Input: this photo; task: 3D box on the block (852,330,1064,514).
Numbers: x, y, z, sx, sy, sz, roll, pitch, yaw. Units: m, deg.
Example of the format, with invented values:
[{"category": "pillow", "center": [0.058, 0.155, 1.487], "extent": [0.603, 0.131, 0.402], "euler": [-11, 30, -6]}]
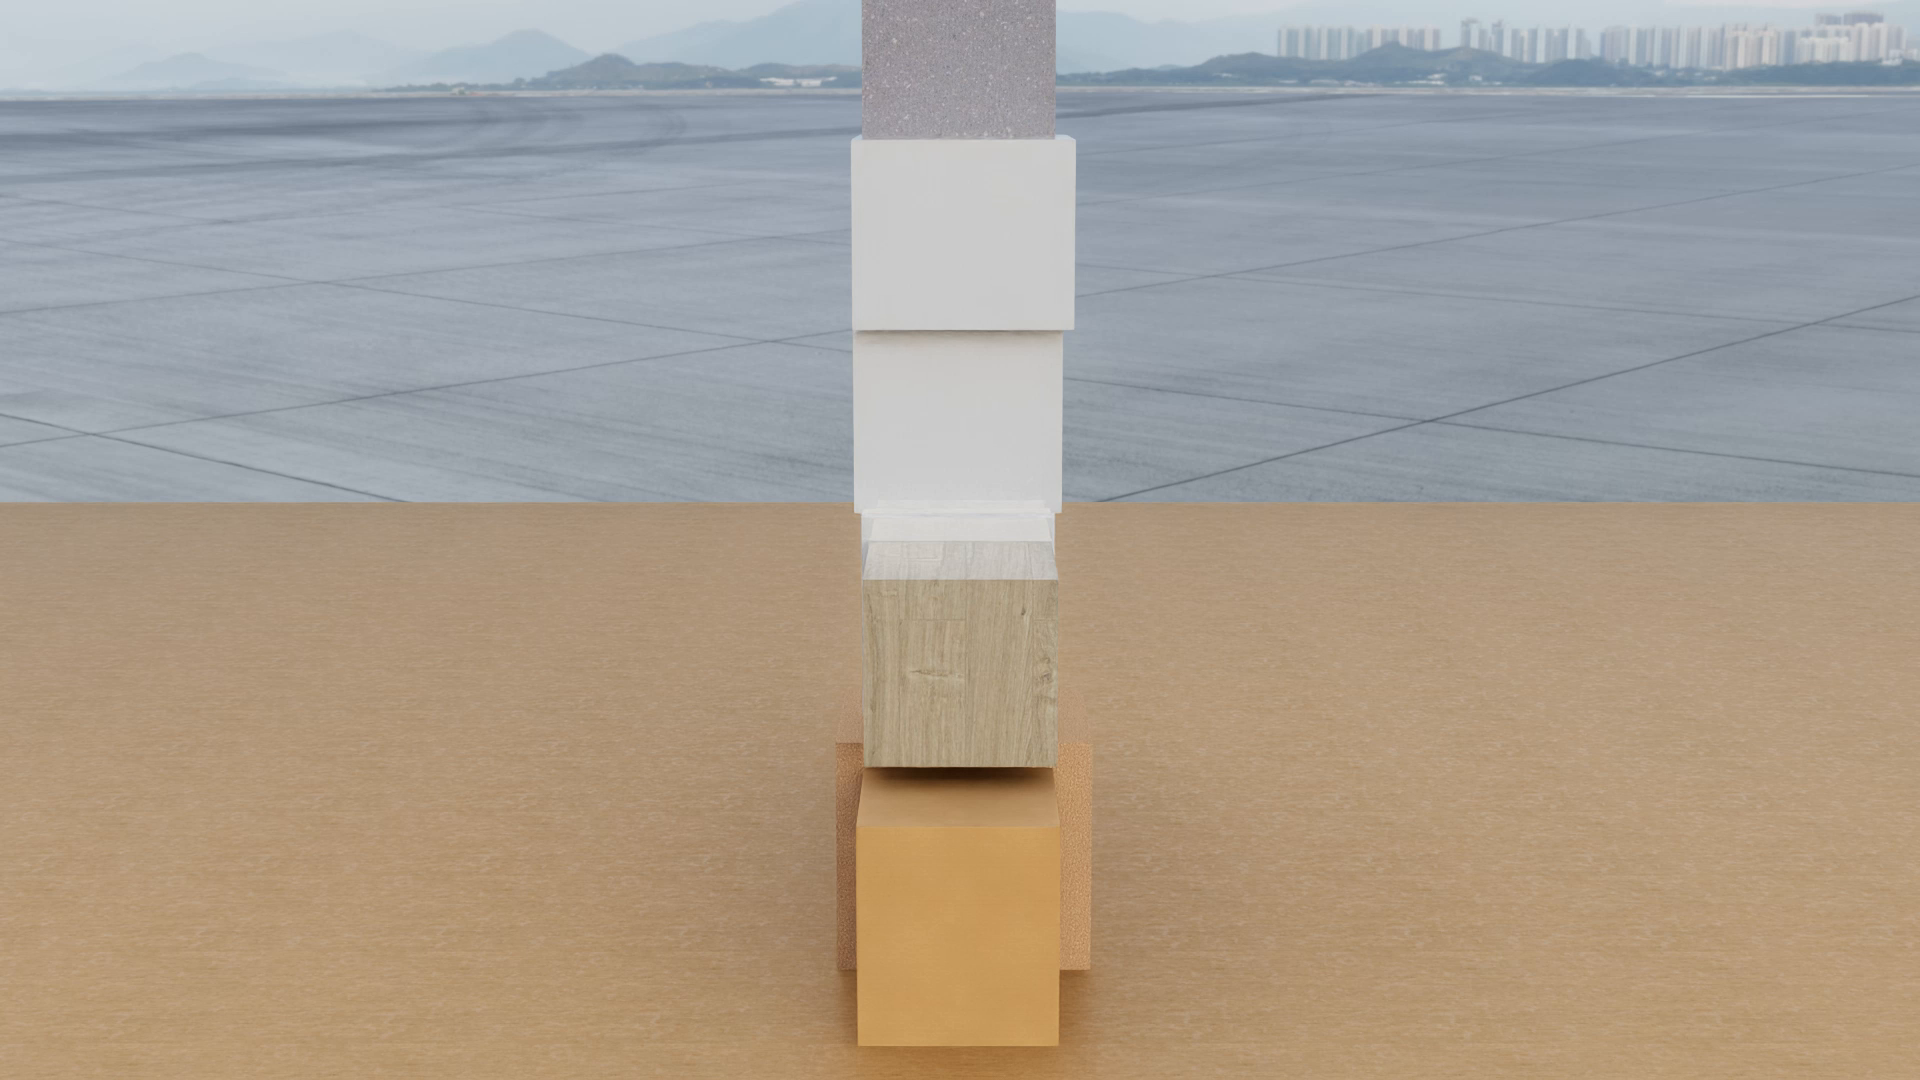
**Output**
[{"category": "block", "center": [-0.008, -0.549, 10.730], "extent": [0.843, 0.755, 0.765], "euler": [0, 10, 0]}]

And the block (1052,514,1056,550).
[{"category": "block", "center": [-0.009, 0.010, 12.381], "extent": [0.899, 0.828, 0.907], "euler": [0, 10, 0]}]

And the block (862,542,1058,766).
[{"category": "block", "center": [0.002, 0.430, 9.999], "extent": [0.729, 0.719, 0.787], "euler": [0, 10, 0]}]

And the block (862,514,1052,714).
[{"category": "block", "center": [-0.014, 0.242, 10.769], "extent": [0.765, 0.814, 0.776], "euler": [0, 10, 0]}]

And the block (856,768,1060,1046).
[{"category": "block", "center": [-0.006, 1.371, 9.706], "extent": [0.736, 0.831, 0.801], "euler": [0, 10, 0]}]

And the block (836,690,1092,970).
[{"category": "block", "center": [0.016, 1.171, 10.529], "extent": [1.005, 0.929, 0.869], "euler": [0, 10, 0]}]

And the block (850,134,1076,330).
[{"category": "block", "center": [0.013, -1.282, 10.568], "extent": [0.881, 0.745, 0.910], "euler": [0, 10, 0]}]

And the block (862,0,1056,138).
[{"category": "block", "center": [-0.005, -2.096, 10.802], "extent": [0.790, 0.772, 0.745], "euler": [0, 10, 0]}]
